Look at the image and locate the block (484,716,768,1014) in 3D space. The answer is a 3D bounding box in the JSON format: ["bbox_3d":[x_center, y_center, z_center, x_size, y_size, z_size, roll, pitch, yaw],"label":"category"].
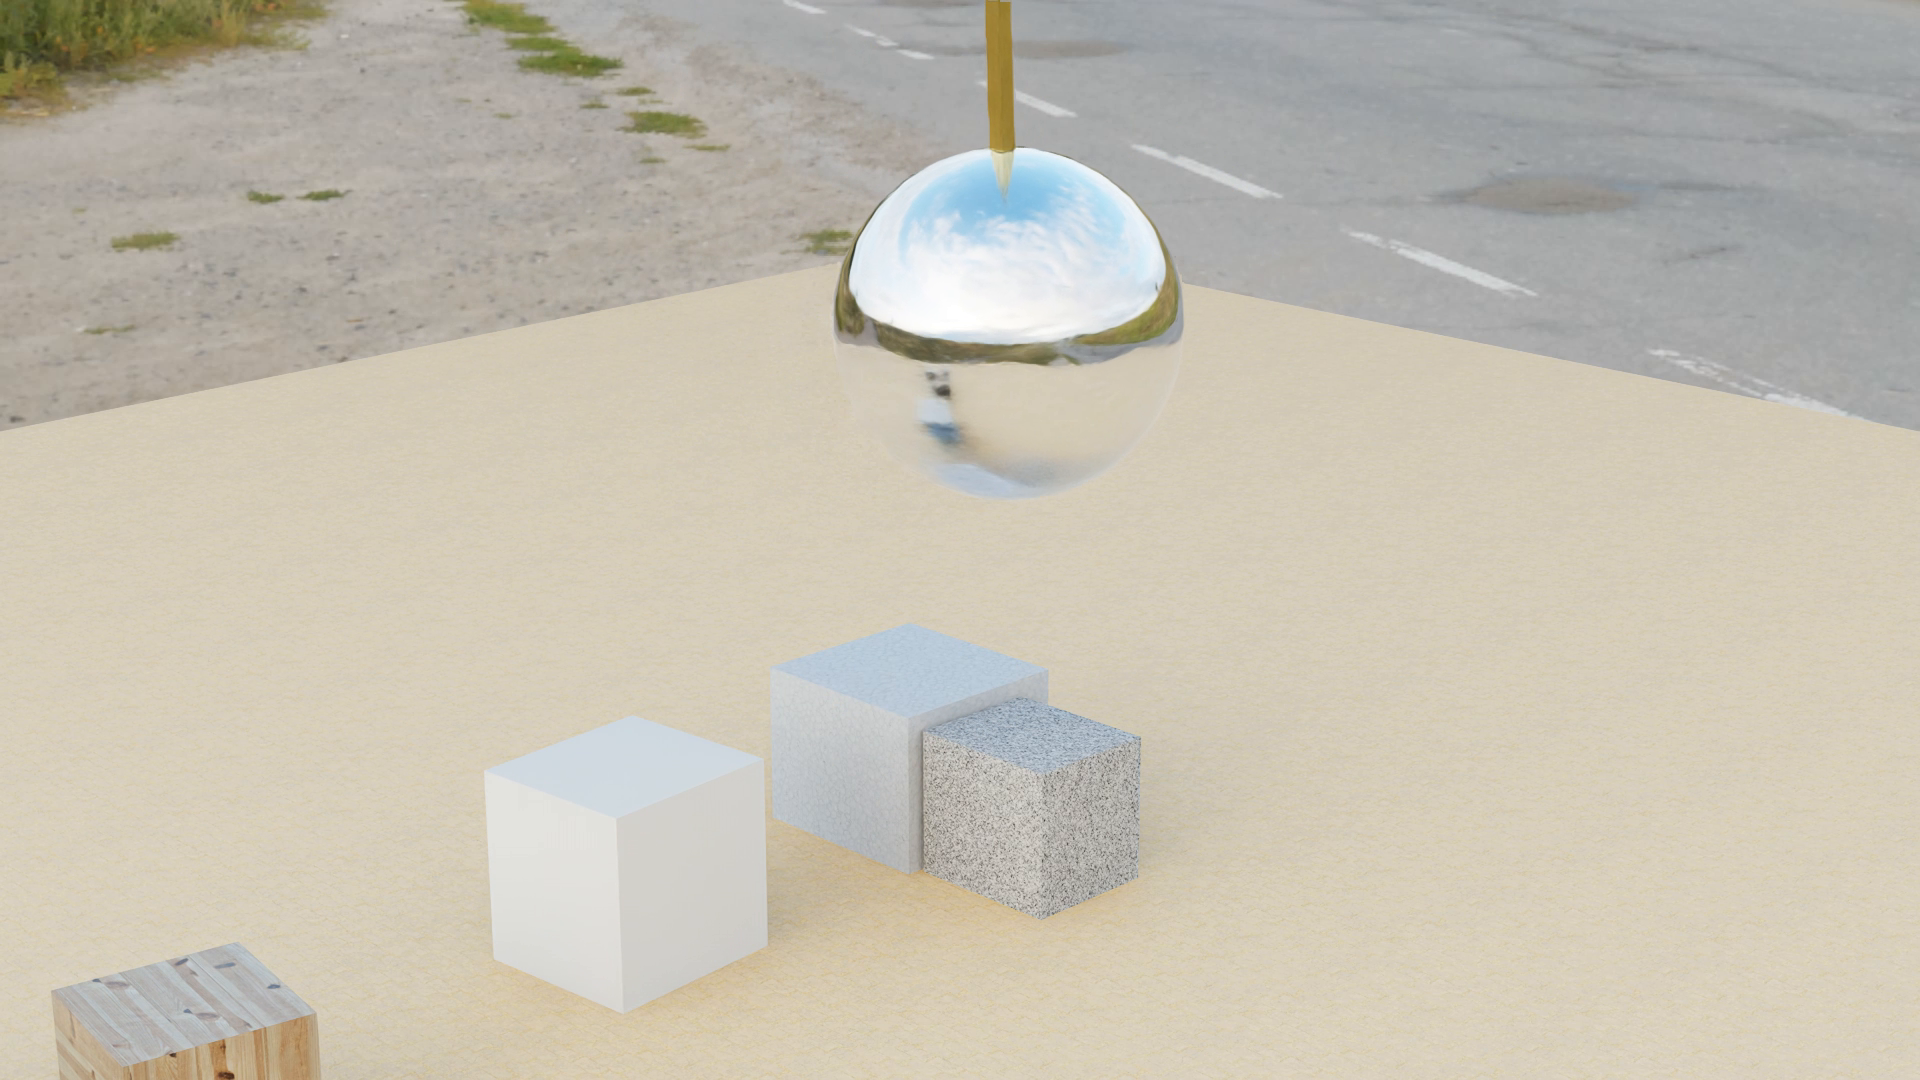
[{"bbox_3d":[-1.419,1.367,12.542,0.806,0.872,0.859,14,22,38],"label":"block"}]

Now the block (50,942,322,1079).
[{"bbox_3d":[-2.838,2.011,10.810,0.724,0.682,0.736,-12,21,-34],"label":"block"}]

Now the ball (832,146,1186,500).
[{"bbox_3d":[0.217,-0.977,13.263,1.600,1.600,1.600,0,17,0],"label":"ball"}]

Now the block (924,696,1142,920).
[{"bbox_3d":[0.325,1.206,13.352,0.645,0.692,0.744,-17,24,-42],"label":"block"}]

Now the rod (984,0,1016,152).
[{"bbox_3d":[0.094,-4.179,12.127,0.080,5.200,0.080,17,27,42],"label":"rod"}]

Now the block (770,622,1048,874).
[{"bbox_3d":[-0.240,0.972,13.971,0.916,0.768,0.947,-16,24,-42],"label":"block"}]
